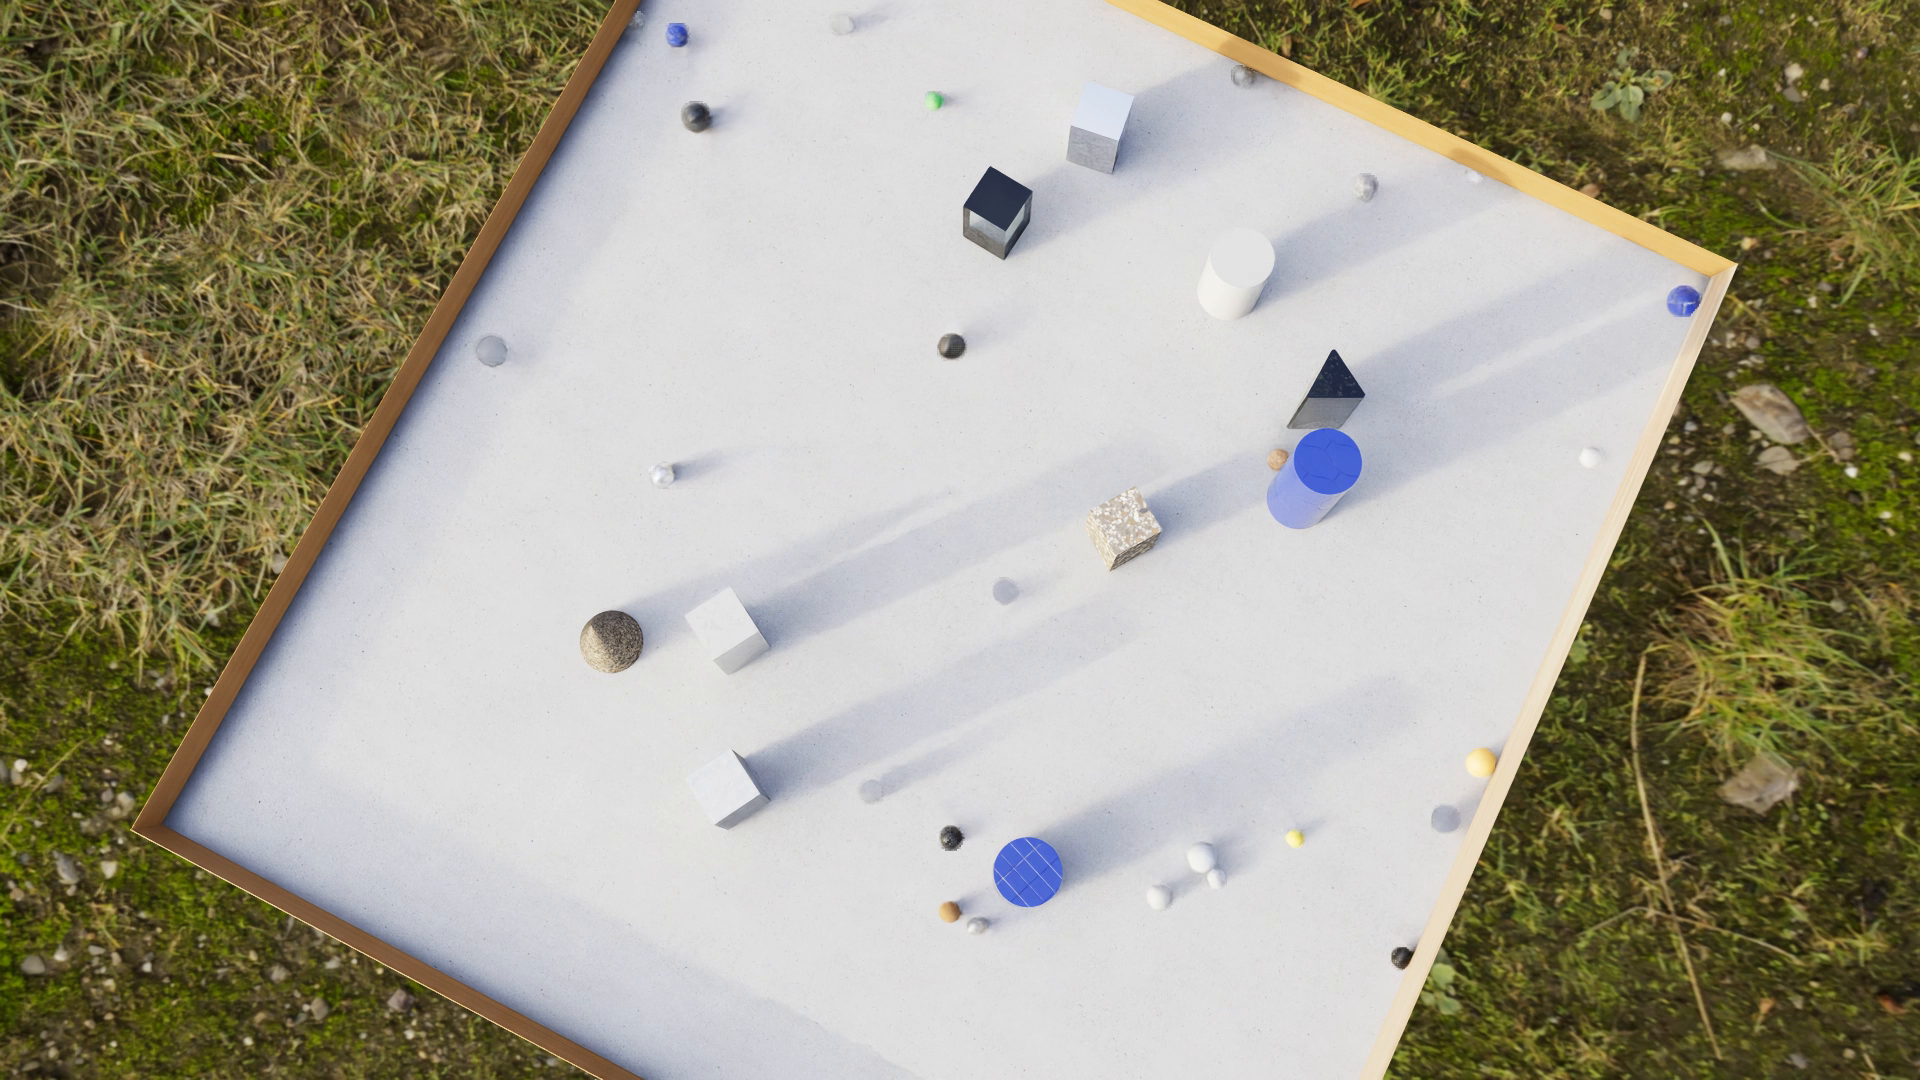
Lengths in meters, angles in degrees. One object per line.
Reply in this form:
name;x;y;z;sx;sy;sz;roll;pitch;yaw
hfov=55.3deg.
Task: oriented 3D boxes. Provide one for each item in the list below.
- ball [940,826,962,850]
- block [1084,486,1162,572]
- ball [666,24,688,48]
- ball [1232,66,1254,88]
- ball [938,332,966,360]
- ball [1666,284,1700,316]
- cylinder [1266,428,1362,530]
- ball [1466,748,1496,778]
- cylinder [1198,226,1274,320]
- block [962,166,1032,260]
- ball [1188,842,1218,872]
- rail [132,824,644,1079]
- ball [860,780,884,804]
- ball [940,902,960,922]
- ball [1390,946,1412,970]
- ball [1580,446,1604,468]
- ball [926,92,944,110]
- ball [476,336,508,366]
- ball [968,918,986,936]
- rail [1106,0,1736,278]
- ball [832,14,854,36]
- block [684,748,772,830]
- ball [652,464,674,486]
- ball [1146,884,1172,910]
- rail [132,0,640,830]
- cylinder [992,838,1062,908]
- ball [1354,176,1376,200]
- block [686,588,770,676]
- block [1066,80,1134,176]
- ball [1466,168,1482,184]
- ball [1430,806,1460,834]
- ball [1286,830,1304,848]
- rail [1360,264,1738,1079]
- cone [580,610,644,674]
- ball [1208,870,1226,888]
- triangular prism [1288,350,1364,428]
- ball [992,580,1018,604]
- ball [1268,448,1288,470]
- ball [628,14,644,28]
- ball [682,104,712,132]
ball;-0.027;0.876;5.400;0.069;0.069;0.069;0;78;0
block;0.486;-0.031;5.494;0.155;0.253;0.155;-28;80;-6
ball;-0.913;-1.626;5.916;0.073;0.073;0.073;0;78;0
ball;0.912;-1.489;5.889;0.069;0.069;0.069;0;78;0
ball;-0.027;-0.602;5.697;0.086;0.086;0.086;0;78;0
ball;2.257;-0.748;5.722;0.097;0.097;0.097;0;78;0
cylinder;1.040;-0.175;5.412;0.193;0.471;0.193;0;78;0
ball;1.545;0.663;5.435;0.086;0.086;0.086;0;78;0
cylinder;0.845;-0.815;5.631;0.193;0.302;0.193;0;78;0
block;0.115;-1.013;5.697;0.155;0.252;0.155;32;80;6
ball;0.713;0.931;5.379;0.089;0.089;0.089;0;78;0
rail;-0.817;1.606;5.219;3.531;0.126;0.045;26;80;5
ball;-0.260;0.746;5.426;0.071;0.071;0.071;0;78;0
ball;-0.028;1.090;5.360;0.060;0.060;0.060;0;78;0
ball;1.286;1.216;5.332;0.065;0.065;0.065;0;78;0
ball;1.942;-0.253;5.634;0.068;0.068;0.068;0;78;0
ball;-0.081;-1.406;5.880;0.055;0.055;0.055;0;78;0
ball;-1.453;-0.586;5.689;0.096;0.096;0.096;0;78;0
ball;0.048;1.131;5.355;0.054;0.054;0.054;0;78;0
rail;0.817;-1.593;5.881;3.531;0.126;0.045;26;80;5
ball;-0.381;-1.667;5.925;0.071;0.071;0.071;0;78;0
block;-0.669;0.725;5.309;0.155;0.309;0.155;-33;80;-7
ball;-0.911;-0.199;5.621;0.072;0.072;0.072;0;78;0
ball;0.582;1.045;5.363;0.073;0.073;0.073;0;78;0
rail;-1.558;-0.756;5.708;0.045;0.126;3.700;26;80;5
cylinder;0.190;0.958;5.264;0.193;0.302;0.193;0;78;0
ball;1.284;-1.118;5.810;0.074;0.074;0.074;0;78;0
block;-0.679;0.271;5.388;0.155;0.337;0.155;-33;80;-6
block;0.437;-1.288;5.746;0.155;0.268;0.155;19;79;4
ball;1.635;-1.158;5.833;0.045;0.045;0.045;0;78;0
ball;1.430;0.825;5.403;0.084;0.084;0.084;0;78;0
ball;0.988;0.881;5.408;0.050;0.050;0.050;0;78;0
rail;1.558;0.769;5.392;0.045;0.126;3.700;26;80;5
cone;-1.056;0.277;5.400;0.193;0.313;0.193;0;78;0
ball;0.754;0.993;5.384;0.053;0.053;0.053;0;78;0
triangular prism;1.097;-0.454;5.533;0.167;0.349;0.145;0;78;0
ball;0.135;0.158;5.545;0.075;0.075;0.075;0;78;0
ball;0.979;-0.246;5.633;0.068;0.068;0.068;0;78;0
ball;-1.051;-1.682;5.939;0.049;0.049;0.049;0;78;0
ball;-0.841;-1.346;5.848;0.093;0.093;0.093;0;78;0
